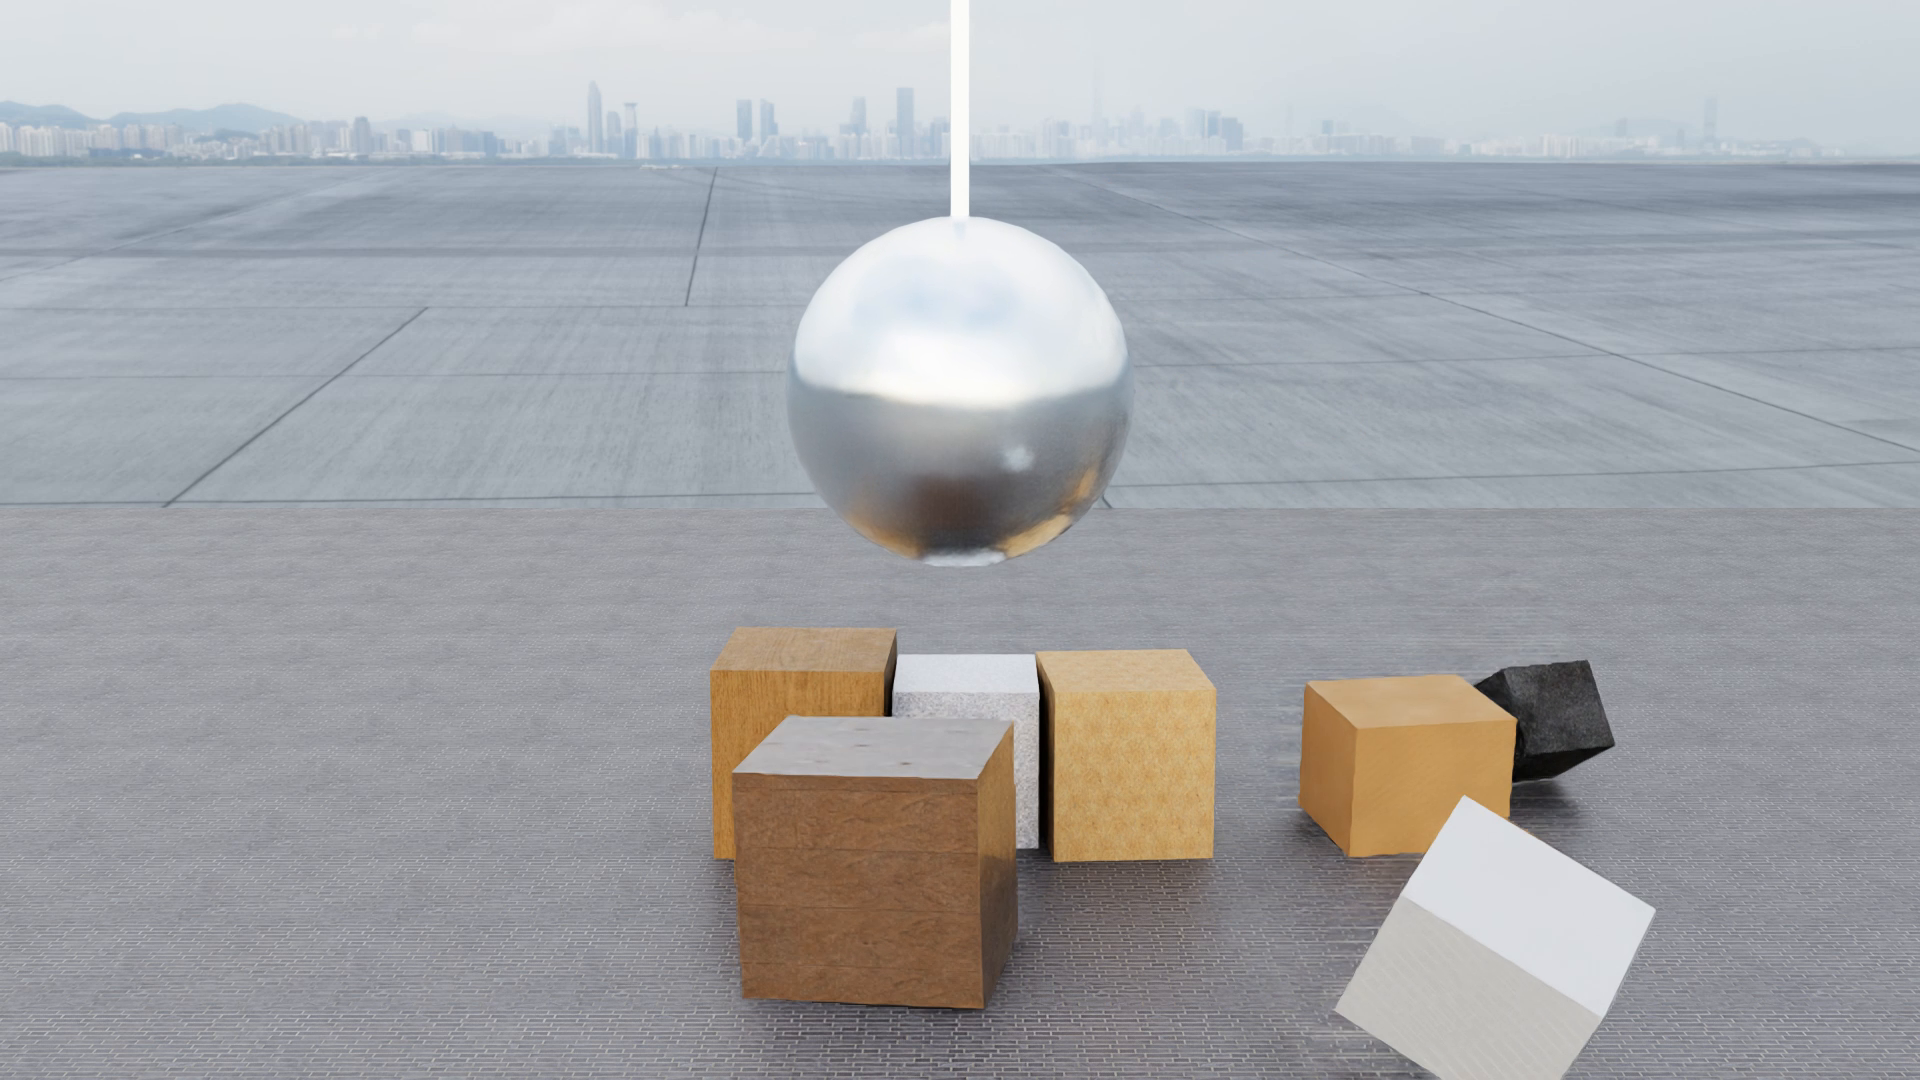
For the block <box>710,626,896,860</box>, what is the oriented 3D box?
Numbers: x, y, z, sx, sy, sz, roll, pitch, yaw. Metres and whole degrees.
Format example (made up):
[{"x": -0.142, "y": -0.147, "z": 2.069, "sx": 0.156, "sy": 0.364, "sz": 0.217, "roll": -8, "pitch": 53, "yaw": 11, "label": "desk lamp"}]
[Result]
[{"x": -0.776, "y": 1.022, "z": 11.264, "sx": 0.850, "sy": 0.958, "sz": 0.973, "roll": 0, "pitch": 10, "yaw": 2, "label": "block"}]

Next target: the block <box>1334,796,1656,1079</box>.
[{"x": 1.944, "y": 1.533, "z": 8.018, "sx": 0.783, "sy": 0.675, "sz": 0.638, "roll": 31, "pitch": 41, "yaw": 16, "label": "block"}]

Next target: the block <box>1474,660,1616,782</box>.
[{"x": 3.094, "y": 1.003, "z": 11.965, "sx": 0.568, "sy": 0.484, "sz": 0.574, "roll": -3, "pitch": -22, "yaw": -24, "label": "block"}]

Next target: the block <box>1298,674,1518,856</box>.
[{"x": 2.274, "y": 1.140, "z": 11.253, "sx": 0.839, "sy": 0.676, "sz": 0.724, "roll": -2, "pitch": 15, "yaw": -12, "label": "block"}]

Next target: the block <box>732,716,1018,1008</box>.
[{"x": -0.334, "y": 1.344, "z": 9.370, "sx": 1.015, "sy": 0.969, "sz": 0.898, "roll": 0, "pitch": 11, "yaw": 11, "label": "block"}]

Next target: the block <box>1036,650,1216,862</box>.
[{"x": 0.827, "y": 1.081, "z": 11.219, "sx": 0.793, "sy": 0.859, "sz": 0.872, "roll": -1, "pitch": 10, "yaw": -4, "label": "block"}]

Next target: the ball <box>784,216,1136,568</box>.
[{"x": 0.000, "y": -0.671, "z": 10.050, "sx": 1.600, "sy": 1.600, "sz": 1.600, "roll": 0, "pitch": 10, "yaw": 0, "label": "ball"}]

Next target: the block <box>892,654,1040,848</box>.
[{"x": 0.032, "y": 1.079, "z": 11.371, "sx": 0.728, "sy": 0.808, "sz": 0.815, "roll": 0, "pitch": 10, "yaw": 0, "label": "block"}]

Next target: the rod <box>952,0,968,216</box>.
[{"x": 0.000, "y": -4.071, "z": 10.003, "sx": 0.080, "sy": 5.200, "sz": 0.080, "roll": 0, "pitch": 1, "yaw": 0, "label": "rod"}]
